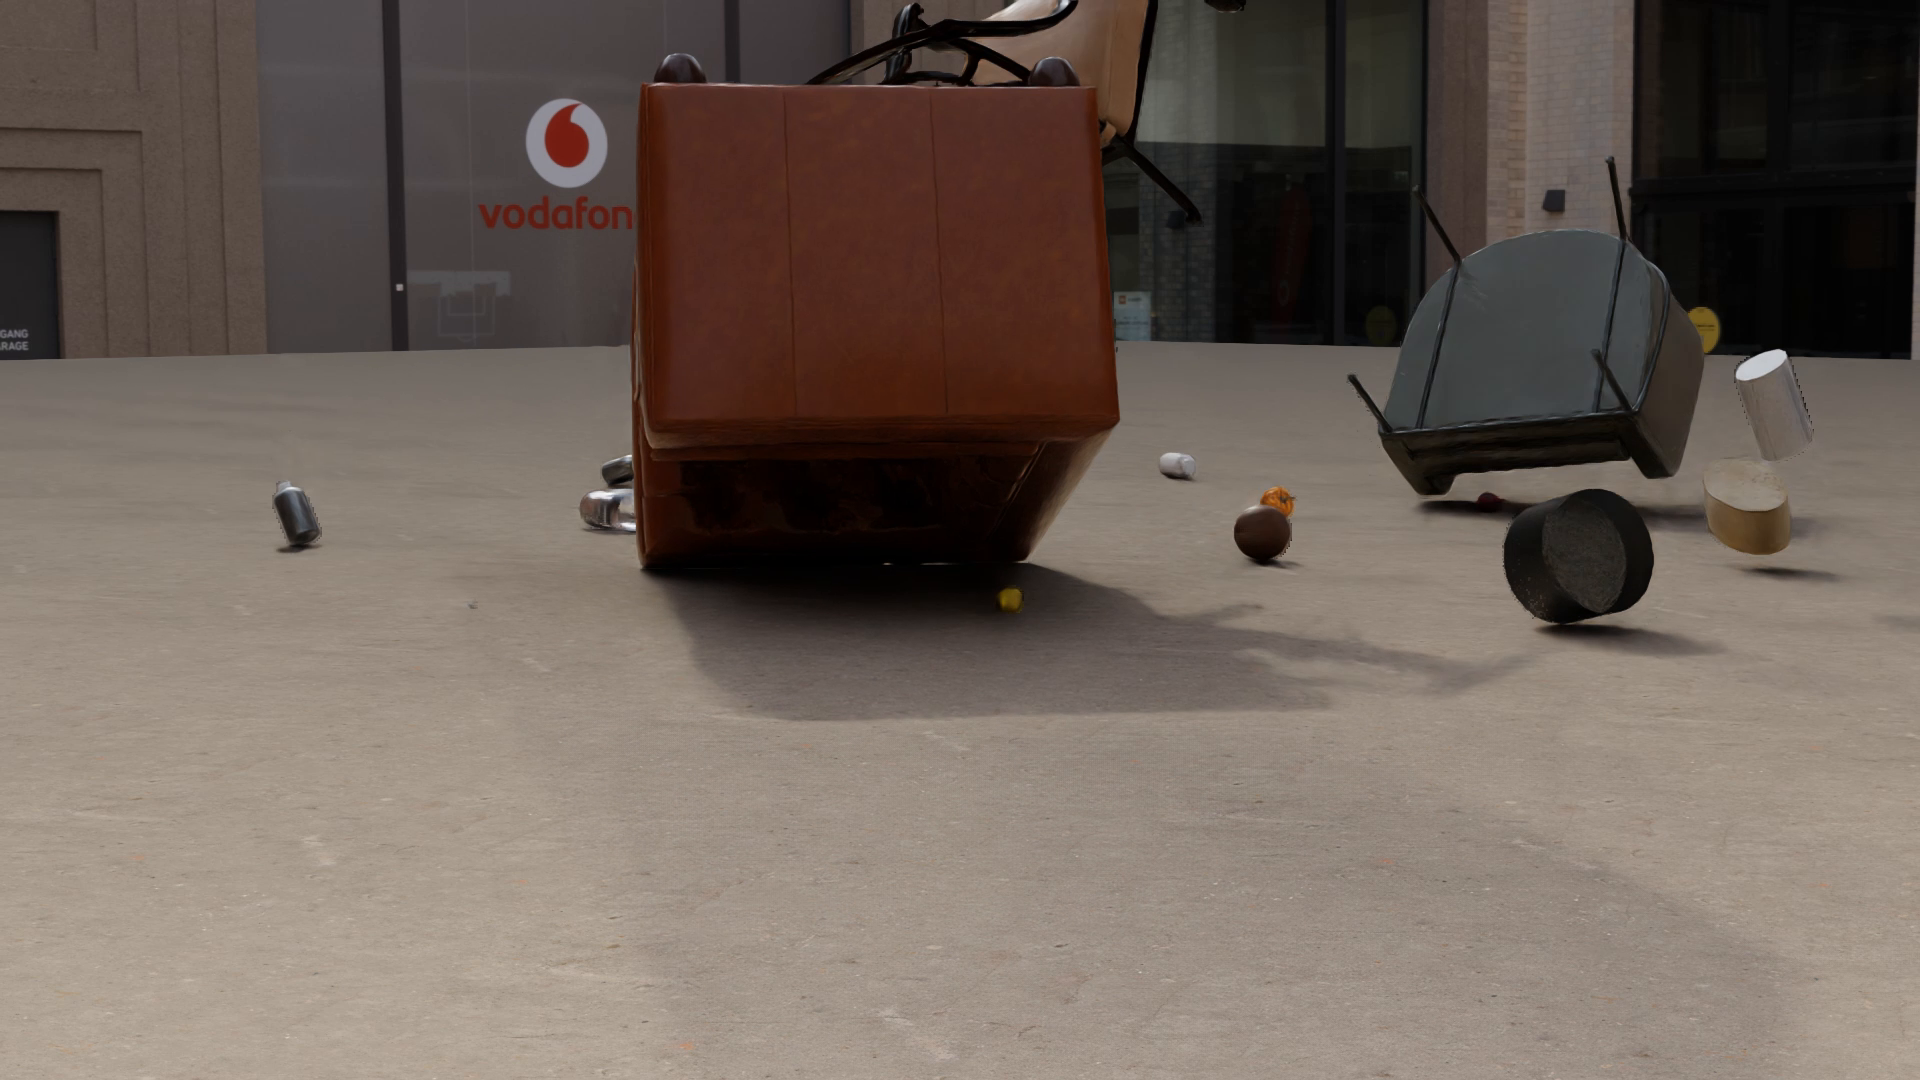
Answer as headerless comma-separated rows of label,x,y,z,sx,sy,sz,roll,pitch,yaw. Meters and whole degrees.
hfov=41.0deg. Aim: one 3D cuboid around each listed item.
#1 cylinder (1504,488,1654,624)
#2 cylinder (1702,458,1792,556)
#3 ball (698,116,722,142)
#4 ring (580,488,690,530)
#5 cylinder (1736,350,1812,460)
cylinder,1.156,0.032,4.801,0.220,0.235,0.160,-17,-3,-20
cylinder,1.781,-0.076,5.806,0.143,0.144,0.205,-39,46,-17
ball,-0.516,-0.846,5.284,0.050,0.050,0.050,0,6,0
ring,-0.853,-0.081,6.739,0.297,0.096,0.253,-1,6,-26
cylinder,1.671,-0.277,5.265,0.123,0.192,0.091,-36,24,-24
